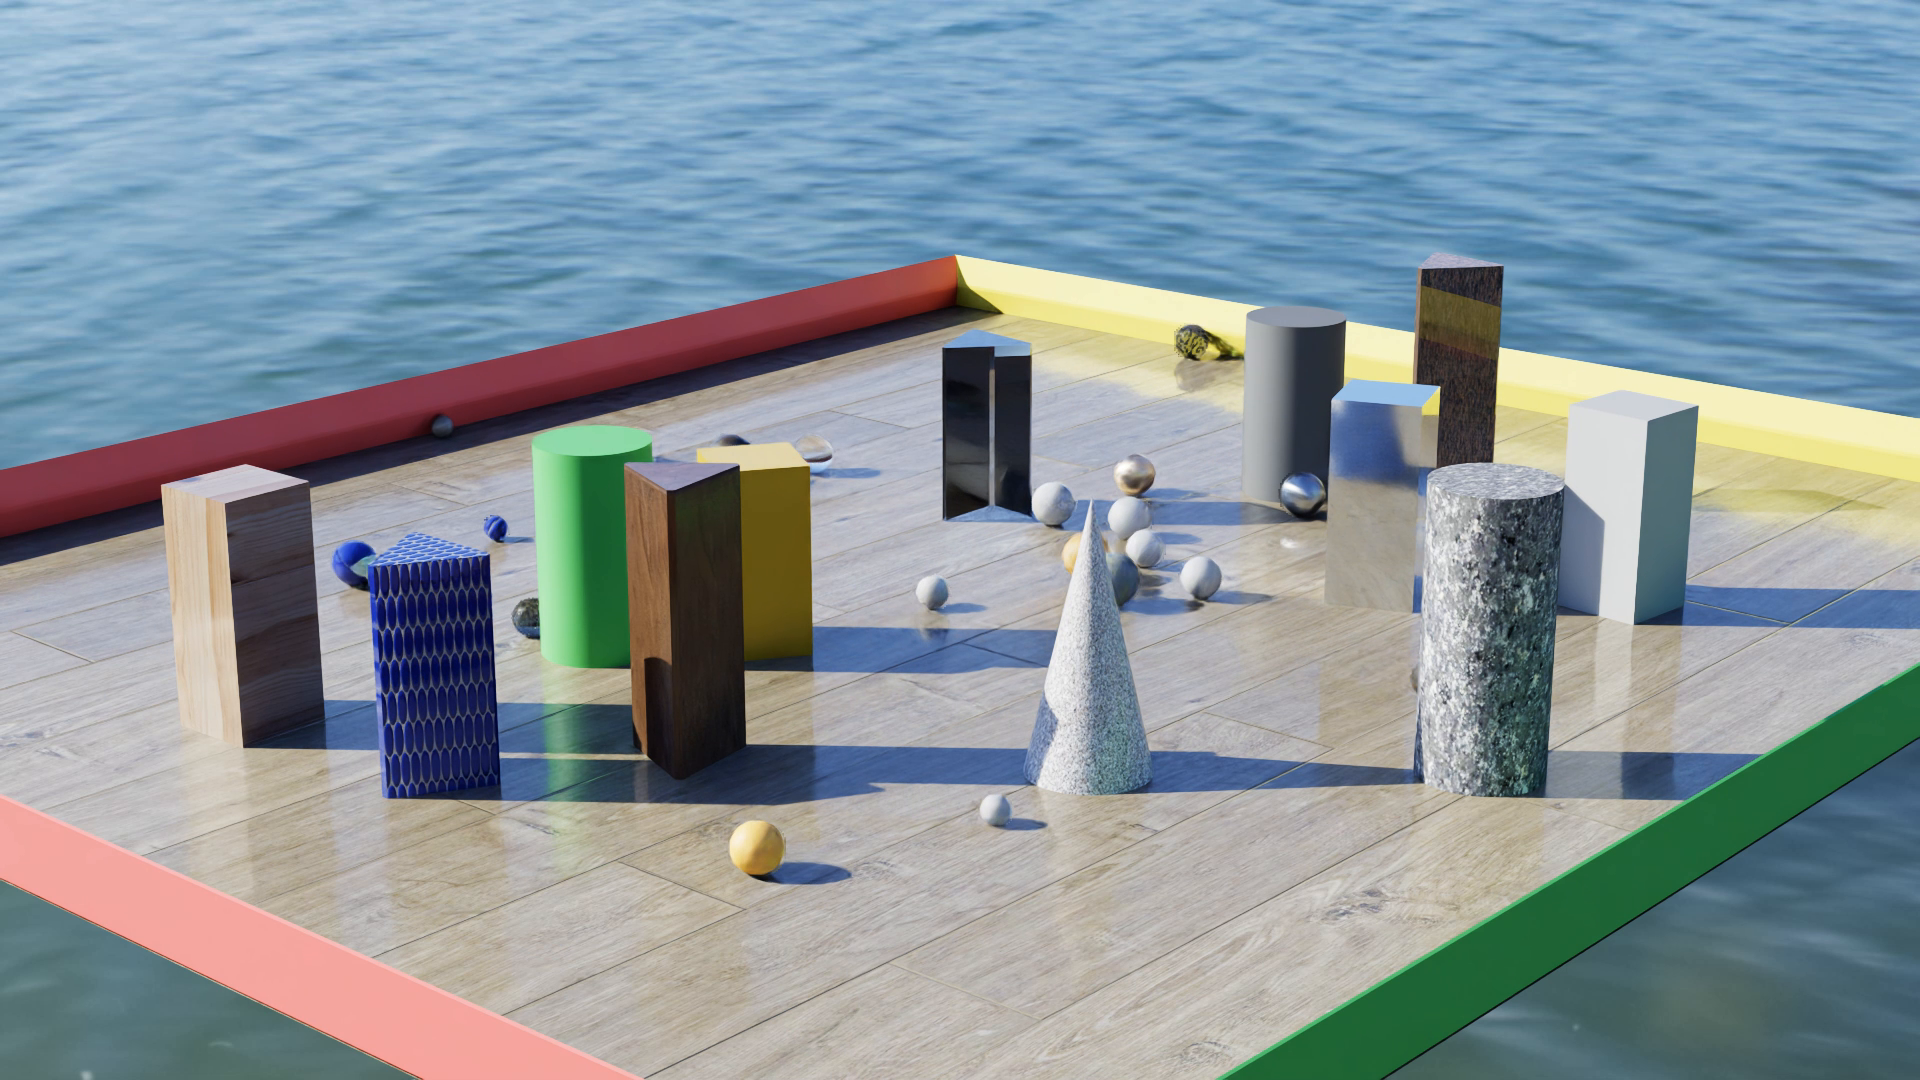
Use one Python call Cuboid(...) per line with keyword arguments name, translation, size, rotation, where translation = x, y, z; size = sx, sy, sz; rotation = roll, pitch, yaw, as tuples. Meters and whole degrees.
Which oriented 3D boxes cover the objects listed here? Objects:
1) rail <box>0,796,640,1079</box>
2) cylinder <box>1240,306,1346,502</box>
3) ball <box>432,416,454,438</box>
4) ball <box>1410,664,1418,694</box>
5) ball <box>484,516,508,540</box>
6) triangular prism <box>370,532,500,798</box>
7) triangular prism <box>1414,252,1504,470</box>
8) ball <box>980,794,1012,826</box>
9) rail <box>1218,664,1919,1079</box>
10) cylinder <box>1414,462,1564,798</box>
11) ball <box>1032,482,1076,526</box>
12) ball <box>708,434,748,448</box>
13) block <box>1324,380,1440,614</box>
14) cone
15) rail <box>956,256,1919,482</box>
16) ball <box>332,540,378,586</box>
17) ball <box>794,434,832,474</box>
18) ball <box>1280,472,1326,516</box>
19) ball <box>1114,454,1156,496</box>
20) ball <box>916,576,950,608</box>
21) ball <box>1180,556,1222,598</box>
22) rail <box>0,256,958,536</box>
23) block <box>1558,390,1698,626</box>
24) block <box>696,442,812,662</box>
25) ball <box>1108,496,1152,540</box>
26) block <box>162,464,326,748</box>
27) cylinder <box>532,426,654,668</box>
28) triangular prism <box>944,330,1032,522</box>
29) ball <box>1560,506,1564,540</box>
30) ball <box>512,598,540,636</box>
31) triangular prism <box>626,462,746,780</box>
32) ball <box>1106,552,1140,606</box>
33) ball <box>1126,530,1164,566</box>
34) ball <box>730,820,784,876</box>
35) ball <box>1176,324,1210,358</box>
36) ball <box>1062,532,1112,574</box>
Cuboid(name="rail", translation=(-1.161, 0.418, 3.840), size=(3.144, 0.126, 0.045), rotation=(14, 22, 39))
Cuboid(name="cylinder", translation=(0.650, -0.265, 5.721), size=(0.194, 0.349, 0.194), rotation=(0, 17, 0))
Cuboid(name="ball", translation=(-1.086, -0.239, 6.156), size=(0.047, 0.047, 0.047), rotation=(0, 17, 0))
Cuboid(name="ball", translation=(0.740, 0.218, 4.617), size=(0.061, 0.061, 0.061), rotation=(0, 17, 0))
Cuboid(name="ball", translation=(-0.861, -0.022, 5.442), size=(0.044, 0.044, 0.044), rotation=(0, 17, 0))
Cuboid(name="triangular prism", translation=(-0.772, 0.176, 4.258), size=(0.168, 0.349, 0.145), rotation=(-6, 18, -18))
Cuboid(name="triangular prism", translation=(0.935, -0.312, 5.670), size=(0.168, 0.468, 0.145), rotation=(-3, 17, -9))
Cuboid(name="ball", translation=(0.050, 0.378, 4.115), size=(0.044, 0.044, 0.044), rotation=(0, 17, 0))
Cuboid(name="rail", translation=(1.169, 0.325, 4.149), size=(0.045, 0.126, 3.589), rotation=(14, 22, 39))
Cuboid(name="cylinder", translation=(0.764, 0.129, 4.247), size=(0.194, 0.446, 0.194), rotation=(0, 17, 0))
Cuboid(name="ball", translation=(0.176, -0.068, 5.529), size=(0.083, 0.083, 0.083), rotation=(0, 17, 0))
Cuboid(name="ball", translation=(-0.456, -0.161, 5.812), size=(0.097, 0.097, 0.097), rotation=(0, 17, 0))
Cuboid(name="block", translation=(0.730, -0.077, 5.071), size=(0.155, 0.365, 0.155), rotation=(6, 18, 19))
Cuboid(name="cone", translation=(0.189, 0.138, 4.257), size=(0.194, 0.422, 0.194), rotation=(0, 17, 0))
Cuboid(name="rail", translation=(1.161, -0.355, 6.400), size=(3.144, 0.126, 0.045), rotation=(14, 22, 39))
Cuboid(name="ball", translation=(-1.067, 0.041, 5.172), size=(0.080, 0.080, 0.080), rotation=(0, 17, 0))
Cuboid(name="ball", translation=(-0.295, -0.173, 5.880), size=(0.080, 0.080, 0.080), rotation=(0, 17, 0))
Cuboid(name="ball", translation=(0.654, -0.088, 5.589), size=(0.085, 0.085, 0.085), rotation=(0, 17, 0))
Cuboid(name="ball", translation=(0.341, -0.128, 5.731), size=(0.081, 0.081, 0.081), rotation=(0, 17, 0))
Cuboid(name="ball", translation=(-0.047, 0.089, 5.051), size=(0.057, 0.057, 0.057), rotation=(0, 17, 0))
Cuboid(name="ball", translation=(0.420, 0.065, 5.106), size=(0.072, 0.072, 0.072), rotation=(0, 17, 0))
Cuboid(name="rail", translation=(-1.169, -0.262, 6.092), size=(0.045, 0.126, 3.589), rotation=(14, 22, 39))
Cuboid(name="block", translation=(1.143, -0.058, 5.021), size=(0.155, 0.357, 0.155), rotation=(-16, 23, -42))
Cuboid(name="block", translation=(-0.338, 0.019, 4.825), size=(0.155, 0.322, 0.155), rotation=(-5, 17, -15))
Cuboid(name="ball", translation=(0.315, -0.041, 5.442), size=(0.080, 0.080, 0.080), rotation=(0, 17, 0))
Cuboid(name="block", translation=(-1.088, 0.098, 4.457), size=(0.155, 0.383, 0.155), rotation=(14, 21, 38))
Cuboid(name="cylinder", translation=(-0.595, 0.010, 4.796), size=(0.194, 0.357, 0.194), rotation=(0, 17, 0))
Cuboid(name="triangular prism", translation=(0.039, -0.222, 5.596), size=(0.168, 0.338, 0.145), rotation=(-3, 17, -10))
Cuboid(name="ball", translation=(1.124, -0.037, 5.435), size=(0.076, 0.076, 0.076), rotation=(0, 17, 0))
Cuboid(name="ball", translation=(-0.717, 0.129, 4.904), size=(0.065, 0.065, 0.065), rotation=(0, 17, 0))
Cuboid(name="triangular prism", translation=(-0.429, 0.108, 4.326), size=(0.145, 0.440, 0.168), rotation=(10, 19, 30))
Cuboid(name="ball", translation=(0.263, 0.067, 5.060), size=(0.094, 0.094, 0.094), rotation=(0, 17, 0))
Cuboid(name="ball", translation=(0.333, 0.014, 5.282), size=(0.067, 0.067, 0.067), rotation=(0, 17, 0))
Cuboid(name="ball", translation=(-0.273, 0.414, 3.945), size=(0.074, 0.074, 0.074), rotation=(0, 17, 0))
Cuboid(name="ball", translation=(0.542, -0.465, 6.850), size=(0.079, 0.079, 0.079), rotation=(0, 17, 0))
Cuboid(name="ball", translation=(0.226, 0.028, 5.199), size=(0.088, 0.088, 0.088), rotation=(0, 17, 0))
